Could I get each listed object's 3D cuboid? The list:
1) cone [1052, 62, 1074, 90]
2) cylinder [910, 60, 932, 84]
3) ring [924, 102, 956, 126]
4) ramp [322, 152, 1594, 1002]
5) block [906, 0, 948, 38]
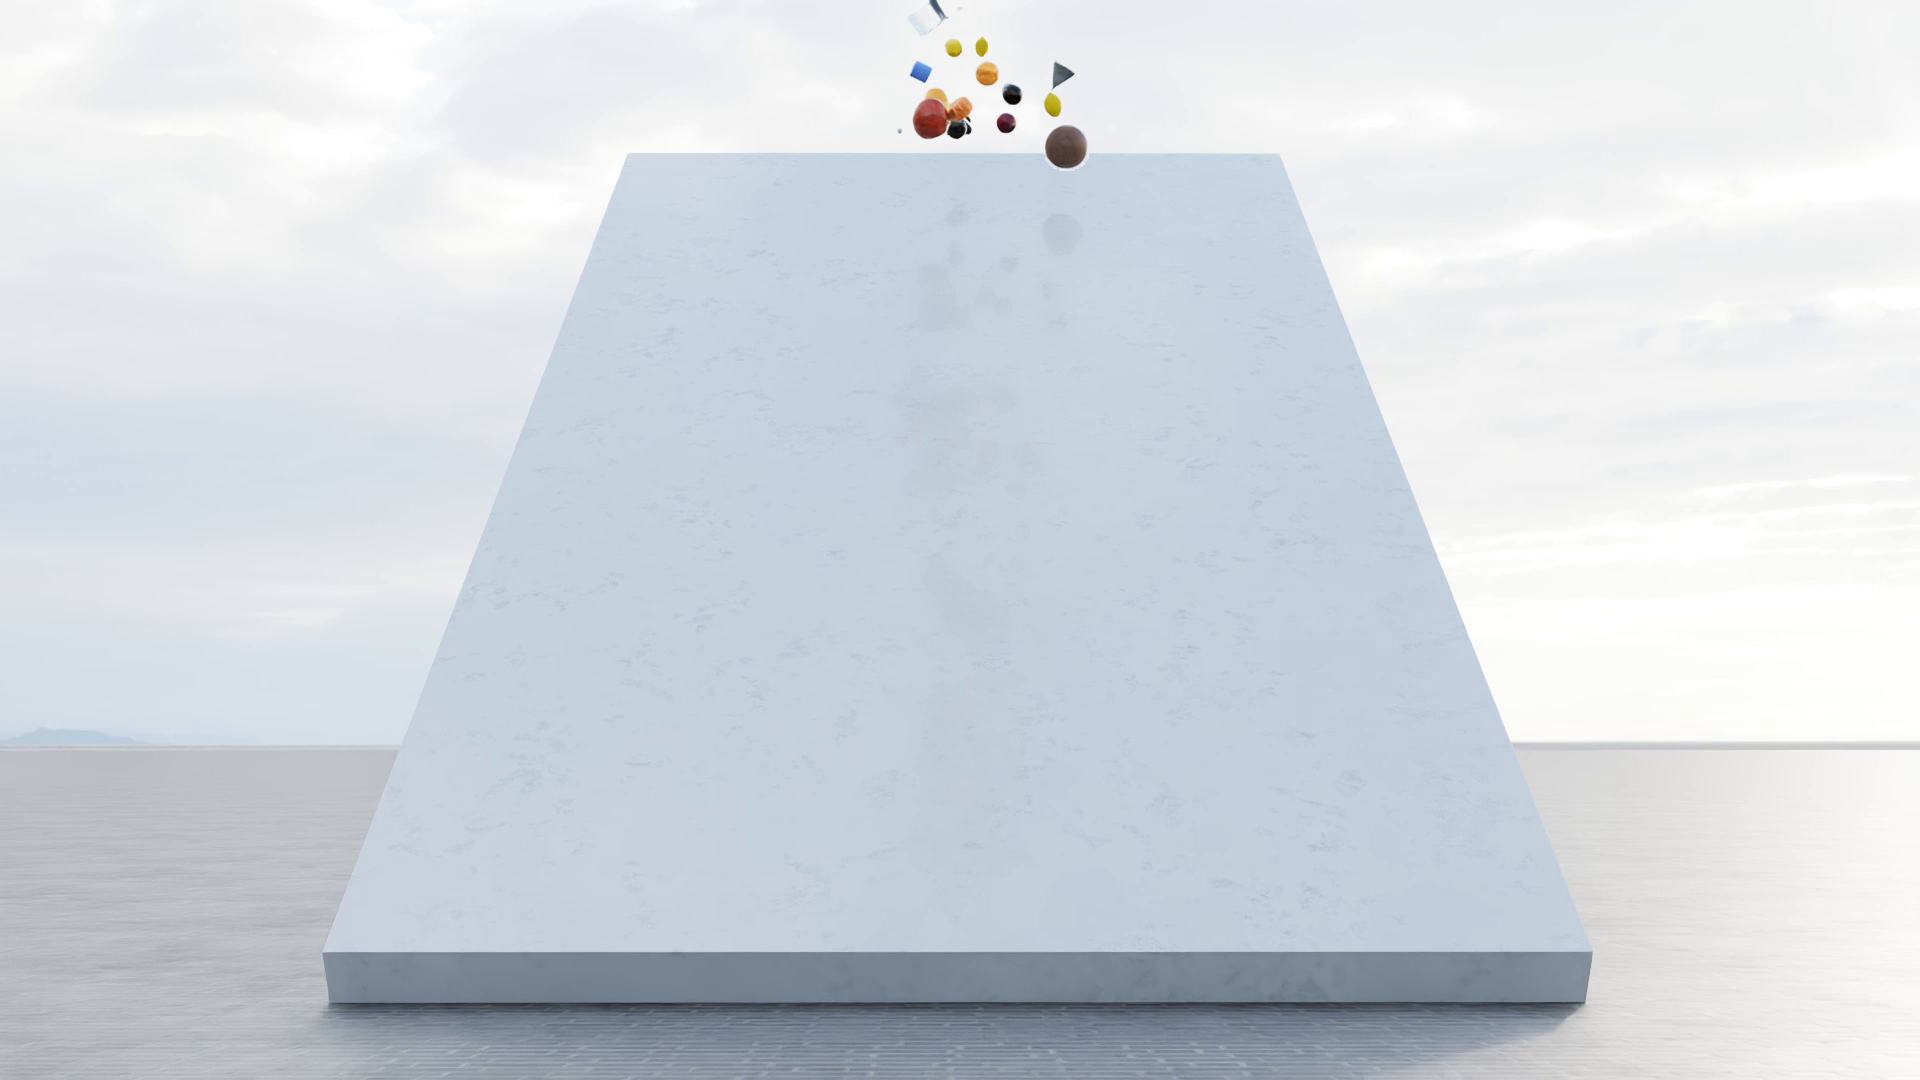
[{"bbox_3d":[0.285,-1.337,6.888,0.074,0.074,0.074,30,6,-3],"label":"cone"},{"bbox_3d":[-0.118,-1.407,7.142,0.052,0.052,0.052,25,-11,-12],"label":"cylinder"},{"bbox_3d":[-0.058,-1.243,6.929,0.098,0.033,0.098,-20,-19,-7],"label":"ring"},{"bbox_3d":[-0.011,-0.225,5.538,2.000,0.100,4.000,0,27,0],"label":"ramp"},{"bbox_3d":[-0.098,-1.565,7.114,0.073,0.073,0.073,-42,14,-21],"label":"block"}]
